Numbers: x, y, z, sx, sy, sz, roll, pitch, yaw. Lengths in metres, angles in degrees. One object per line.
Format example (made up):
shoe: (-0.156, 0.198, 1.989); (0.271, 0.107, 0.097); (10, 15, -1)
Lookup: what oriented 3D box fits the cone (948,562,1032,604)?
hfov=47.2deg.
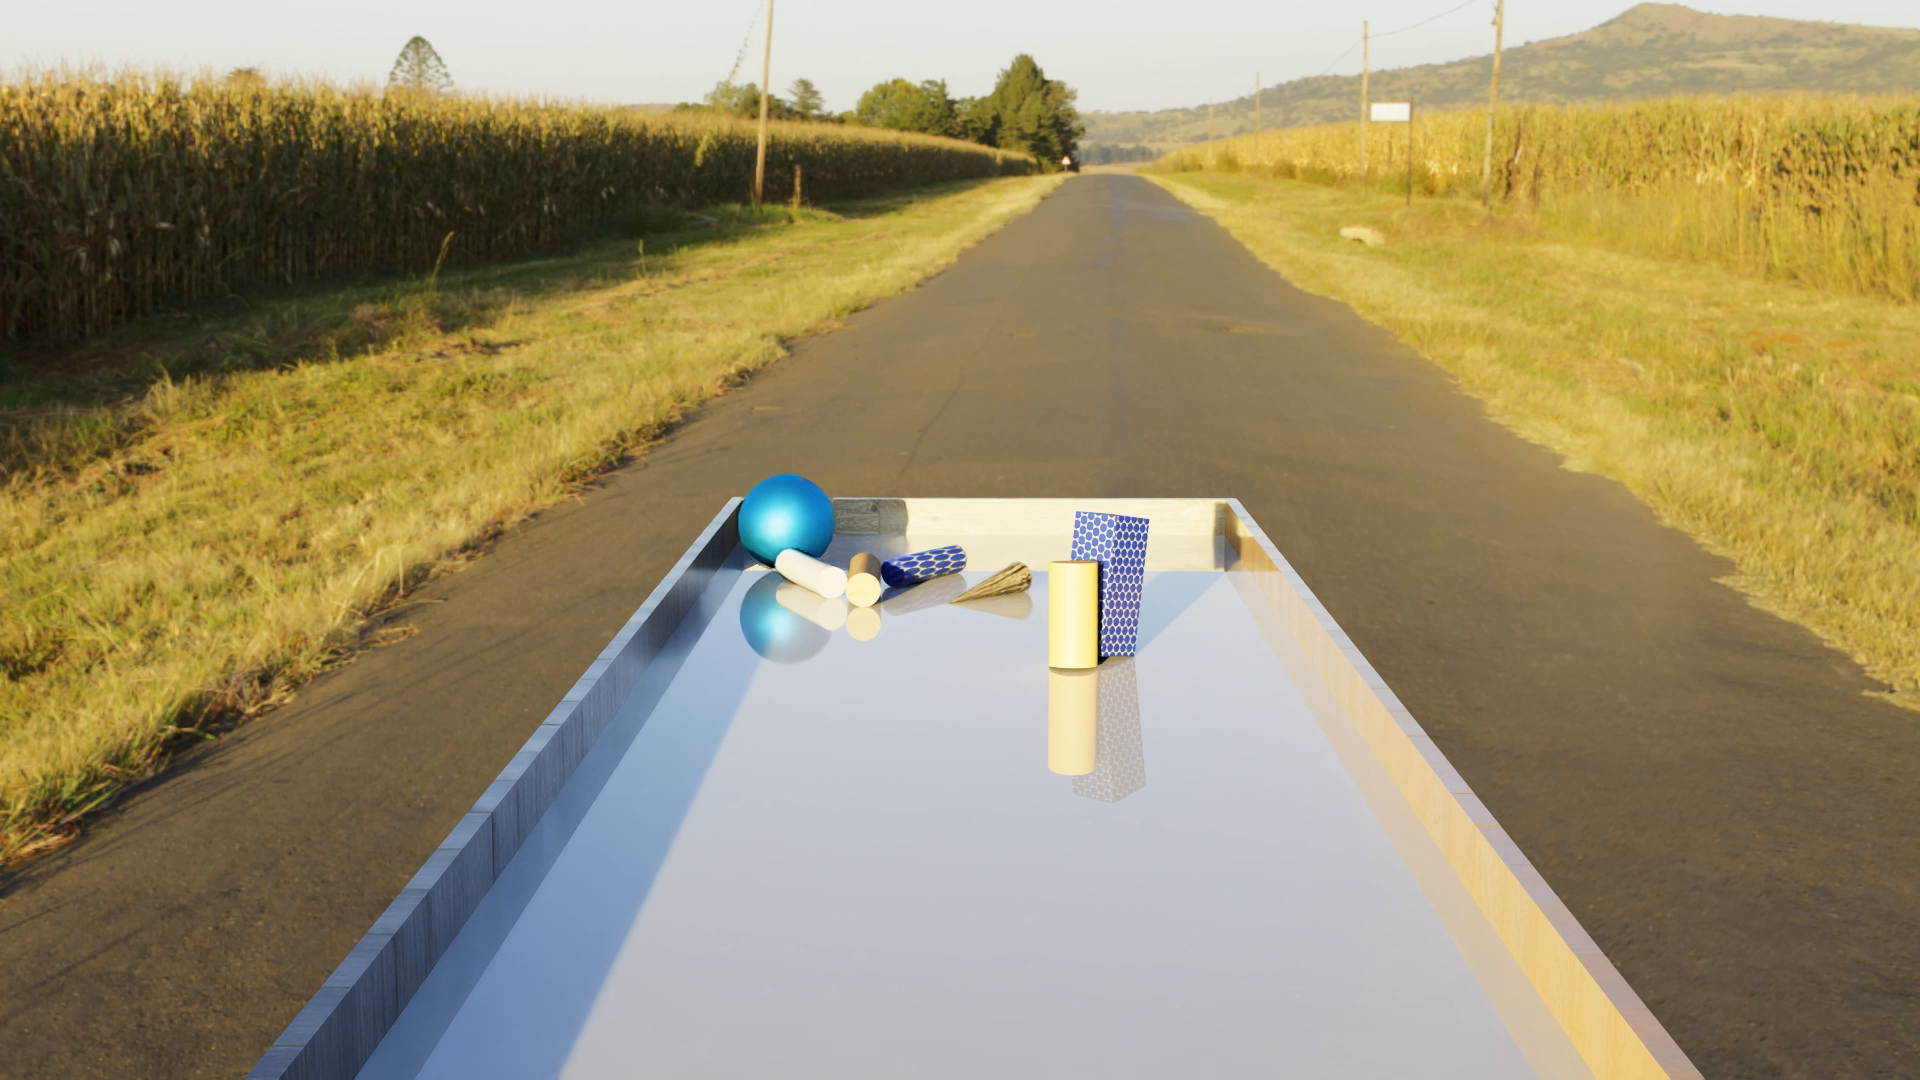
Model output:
cone: (0.086, 0.175, 7.735); (0.373, 0.106, 0.106); (-19, 19, -41)

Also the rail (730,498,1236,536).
rail: (0.099, -0.098, 9.147); (2.100, 0.150, 0.050); (0, 9, 1)

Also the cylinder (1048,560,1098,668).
cylinder: (0.340, 0.221, 6.591); (0.147, 0.310, 0.147); (0, 4, 0)

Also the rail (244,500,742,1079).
rail: (-1.004, 0.839, 3.234); (0.050, 0.150, 12.000); (0, 9, 1)

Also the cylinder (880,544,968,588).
cylinder: (-0.130, 0.093, 8.080); (0.107, 0.107, 0.384); (7, 11, 36)

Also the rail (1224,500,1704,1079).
rail: (1.046, 0.843, 3.208); (0.050, 0.150, 12.000); (0, 9, 1)

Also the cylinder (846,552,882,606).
cylinder: (-0.339, 0.138, 7.761); (0.119, 0.119, 0.433); (0, 9, -2)

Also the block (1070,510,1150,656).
block: (0.445, 0.134, 6.737); (0.162, 0.426, 0.162); (8, 3, 43)

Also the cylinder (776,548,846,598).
cylinder: (-0.538, 0.119, 7.901); (0.113, 0.113, 0.434); (-4, 10, -24)

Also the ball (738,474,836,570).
ball: (-0.650, -0.066, 8.264); (0.363, 0.363, 0.363); (0, 9, 0)
